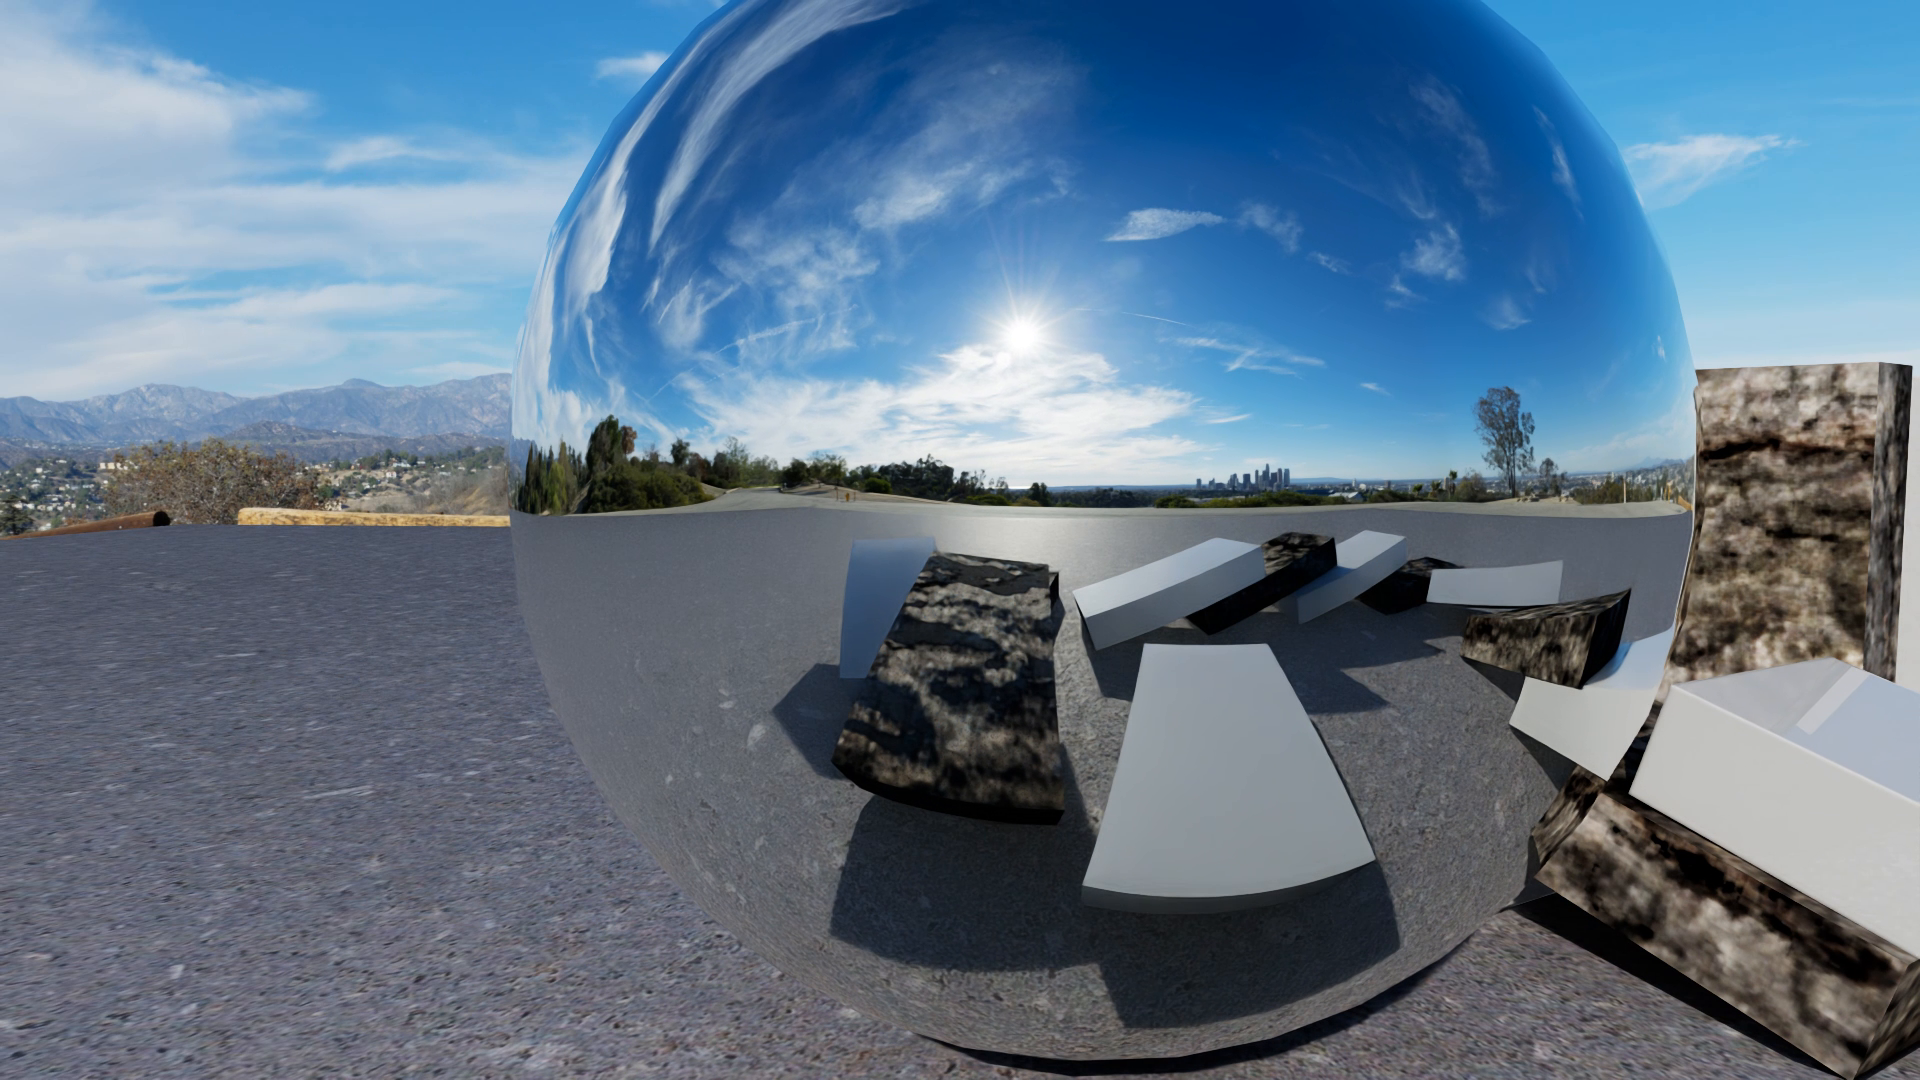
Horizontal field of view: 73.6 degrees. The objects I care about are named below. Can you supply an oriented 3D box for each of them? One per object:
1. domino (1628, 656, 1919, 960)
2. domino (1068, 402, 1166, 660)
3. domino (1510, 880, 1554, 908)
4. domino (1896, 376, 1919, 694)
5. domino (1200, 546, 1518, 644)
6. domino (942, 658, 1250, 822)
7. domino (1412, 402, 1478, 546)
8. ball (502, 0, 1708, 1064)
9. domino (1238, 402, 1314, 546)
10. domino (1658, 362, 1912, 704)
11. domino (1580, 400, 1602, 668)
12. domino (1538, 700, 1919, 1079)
[{"bbox_3d":[0.076,0.024,0.085,0.025,0.009,0.050,-2,23,-32],"label":"domino"},{"bbox_3d":[0.030,-0.001,0.247,0.010,0.050,0.025,-1,4,-15],"label":"domino"},{"bbox_3d":[0.038,0.021,0.136,0.025,0.009,0.050,-3,21,-33],"label":"domino"},{"bbox_3d":[0.104,0.006,0.153,0.009,0.050,0.025,-4,6,-44],"label":"domino"},{"bbox_3d":[0.066,0.014,0.217,0.050,0.025,0.009,0,4,2],"label":"domino"},{"bbox_3d":[0.023,0.025,0.171,0.025,0.009,0.050,-3,6,-39],"label":"domino"},{"bbox_3d":[0.092,-0.001,0.245,0.009,0.050,0.025,1,4,17],"label":"domino"},{"bbox_3d":[0.009,-0.005,0.094,0.080,0.080,0.080,0,4,0],"label":"ball"},{"bbox_3d":[0.061,-0.001,0.250,0.009,0.050,0.025,0,4,3],"label":"domino"},{"bbox_3d":[0.080,0.008,0.132,0.009,0.050,0.025,-3,5,-38],"label":"domino"},{"bbox_3d":[0.120,0.000,0.231,0.009,0.050,0.025,3,5,36],"label":"domino"},{"bbox_3d":[0.058,0.022,0.110,0.025,0.009,0.050,-3,22,-33],"label":"domino"}]
